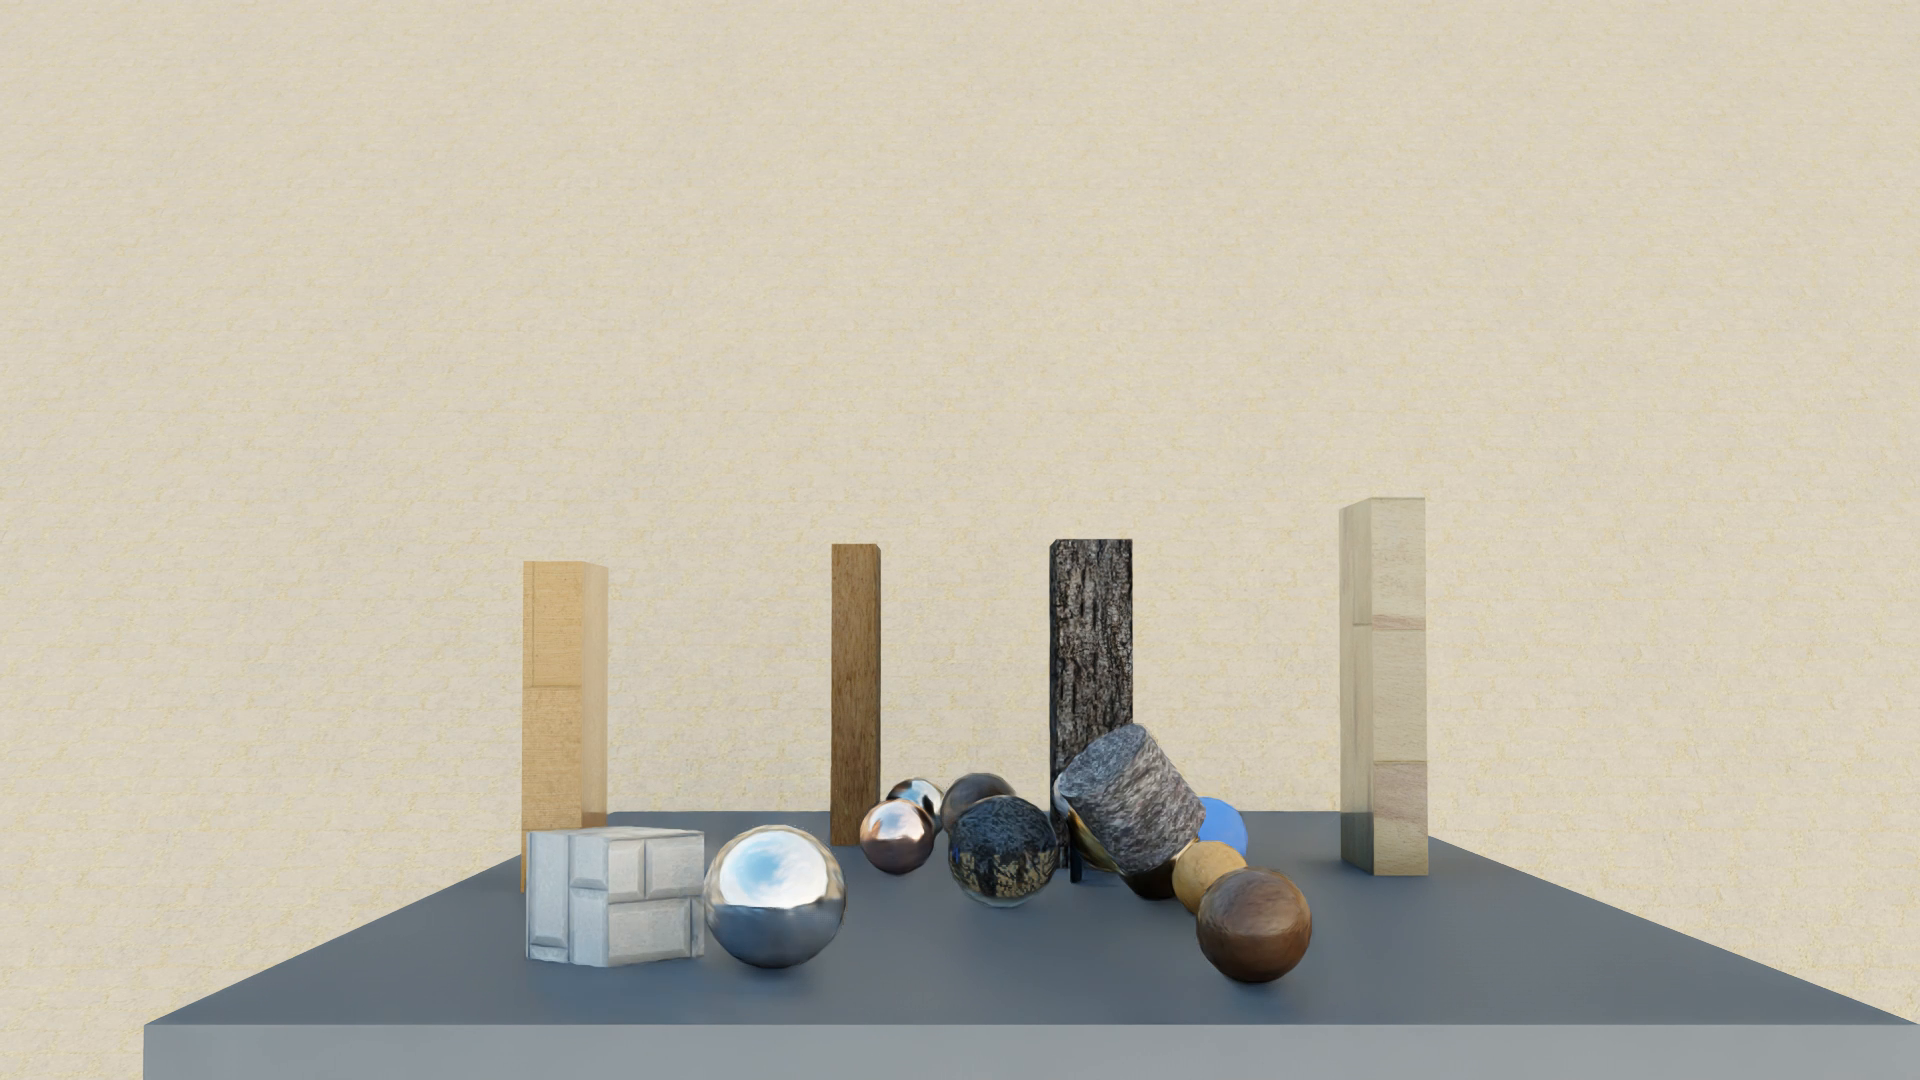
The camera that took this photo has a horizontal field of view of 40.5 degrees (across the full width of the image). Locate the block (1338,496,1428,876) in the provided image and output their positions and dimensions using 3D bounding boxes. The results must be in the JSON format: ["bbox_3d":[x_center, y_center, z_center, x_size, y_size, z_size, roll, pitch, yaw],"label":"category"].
[{"bbox_3d":[0.833,0.285,5.140,0.102,0.716,0.429,0,-3,0],"label":"block"}]

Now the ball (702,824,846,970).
[{"bbox_3d":[-0.246,0.474,3.454,0.190,0.190,0.190,0,37,0],"label":"ball"}]

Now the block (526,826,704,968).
[{"bbox_3d":[-0.474,0.489,3.585,0.172,0.172,0.172,-2,-3,42],"label":"block"}]

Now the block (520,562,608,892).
[{"bbox_3d":[-0.717,0.335,4.737,0.105,0.581,0.335,0,-3,0],"label":"block"}]

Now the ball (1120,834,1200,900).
[{"bbox_3d":[0.339,0.537,4.424,0.150,0.150,0.150,0,37,0],"label":"ball"}]

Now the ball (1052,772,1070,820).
[{"bbox_3d":[0.231,0.490,5.007,0.109,0.109,0.109,0,37,0],"label":"ball"}]

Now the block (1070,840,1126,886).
[{"bbox_3d":[0.288,0.557,4.776,0.140,0.140,0.140,-1,-3,18],"label":"block"}]

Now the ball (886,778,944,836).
[{"bbox_3d":[-0.096,0.598,5.753,0.145,0.145,0.145,0,37,0],"label":"ball"}]

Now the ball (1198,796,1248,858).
[{"bbox_3d":[0.451,0.550,4.783,0.155,0.155,0.155,0,37,0],"label":"ball"}]

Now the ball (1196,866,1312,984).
[{"bbox_3d":[0.373,0.489,3.305,0.147,0.147,0.147,0,37,0],"label":"ball"}]

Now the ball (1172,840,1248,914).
[{"bbox_3d":[0.398,0.537,4.122,0.123,0.123,0.123,0,37,0],"label":"ball"}]

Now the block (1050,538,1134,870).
[{"bbox_3d":[0.262,0.327,5.261,0.150,0.642,0.384,0,-3,0],"label":"block"}]

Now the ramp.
[{"bbox_3d":[0.081,0.684,4.924,2.000,0.100,4.000,0,-3,0],"label":"ramp"}]

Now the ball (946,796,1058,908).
[{"bbox_3d":[0.071,0.514,4.301,0.185,0.185,0.185,0,37,0],"label":"ball"}]

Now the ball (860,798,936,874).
[{"bbox_3d":[-0.119,0.563,4.942,0.144,0.144,0.144,0,37,0],"label":"ball"}]

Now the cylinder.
[{"bbox_3d":[0.254,0.382,3.838,0.156,0.156,0.156,-34,17,12],"label":"cylinder"}]

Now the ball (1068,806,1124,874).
[{"bbox_3d":[0.260,0.454,4.212,0.173,0.173,0.173,0,37,0],"label":"ball"}]

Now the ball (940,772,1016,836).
[{"bbox_3d":[0.044,0.574,5.495,0.169,0.169,0.169,0,37,0],"label":"ball"}]

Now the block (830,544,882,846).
[{"bbox_3d":[-0.233,0.345,5.876,0.098,0.660,0.351,0,-3,0],"label":"block"}]
